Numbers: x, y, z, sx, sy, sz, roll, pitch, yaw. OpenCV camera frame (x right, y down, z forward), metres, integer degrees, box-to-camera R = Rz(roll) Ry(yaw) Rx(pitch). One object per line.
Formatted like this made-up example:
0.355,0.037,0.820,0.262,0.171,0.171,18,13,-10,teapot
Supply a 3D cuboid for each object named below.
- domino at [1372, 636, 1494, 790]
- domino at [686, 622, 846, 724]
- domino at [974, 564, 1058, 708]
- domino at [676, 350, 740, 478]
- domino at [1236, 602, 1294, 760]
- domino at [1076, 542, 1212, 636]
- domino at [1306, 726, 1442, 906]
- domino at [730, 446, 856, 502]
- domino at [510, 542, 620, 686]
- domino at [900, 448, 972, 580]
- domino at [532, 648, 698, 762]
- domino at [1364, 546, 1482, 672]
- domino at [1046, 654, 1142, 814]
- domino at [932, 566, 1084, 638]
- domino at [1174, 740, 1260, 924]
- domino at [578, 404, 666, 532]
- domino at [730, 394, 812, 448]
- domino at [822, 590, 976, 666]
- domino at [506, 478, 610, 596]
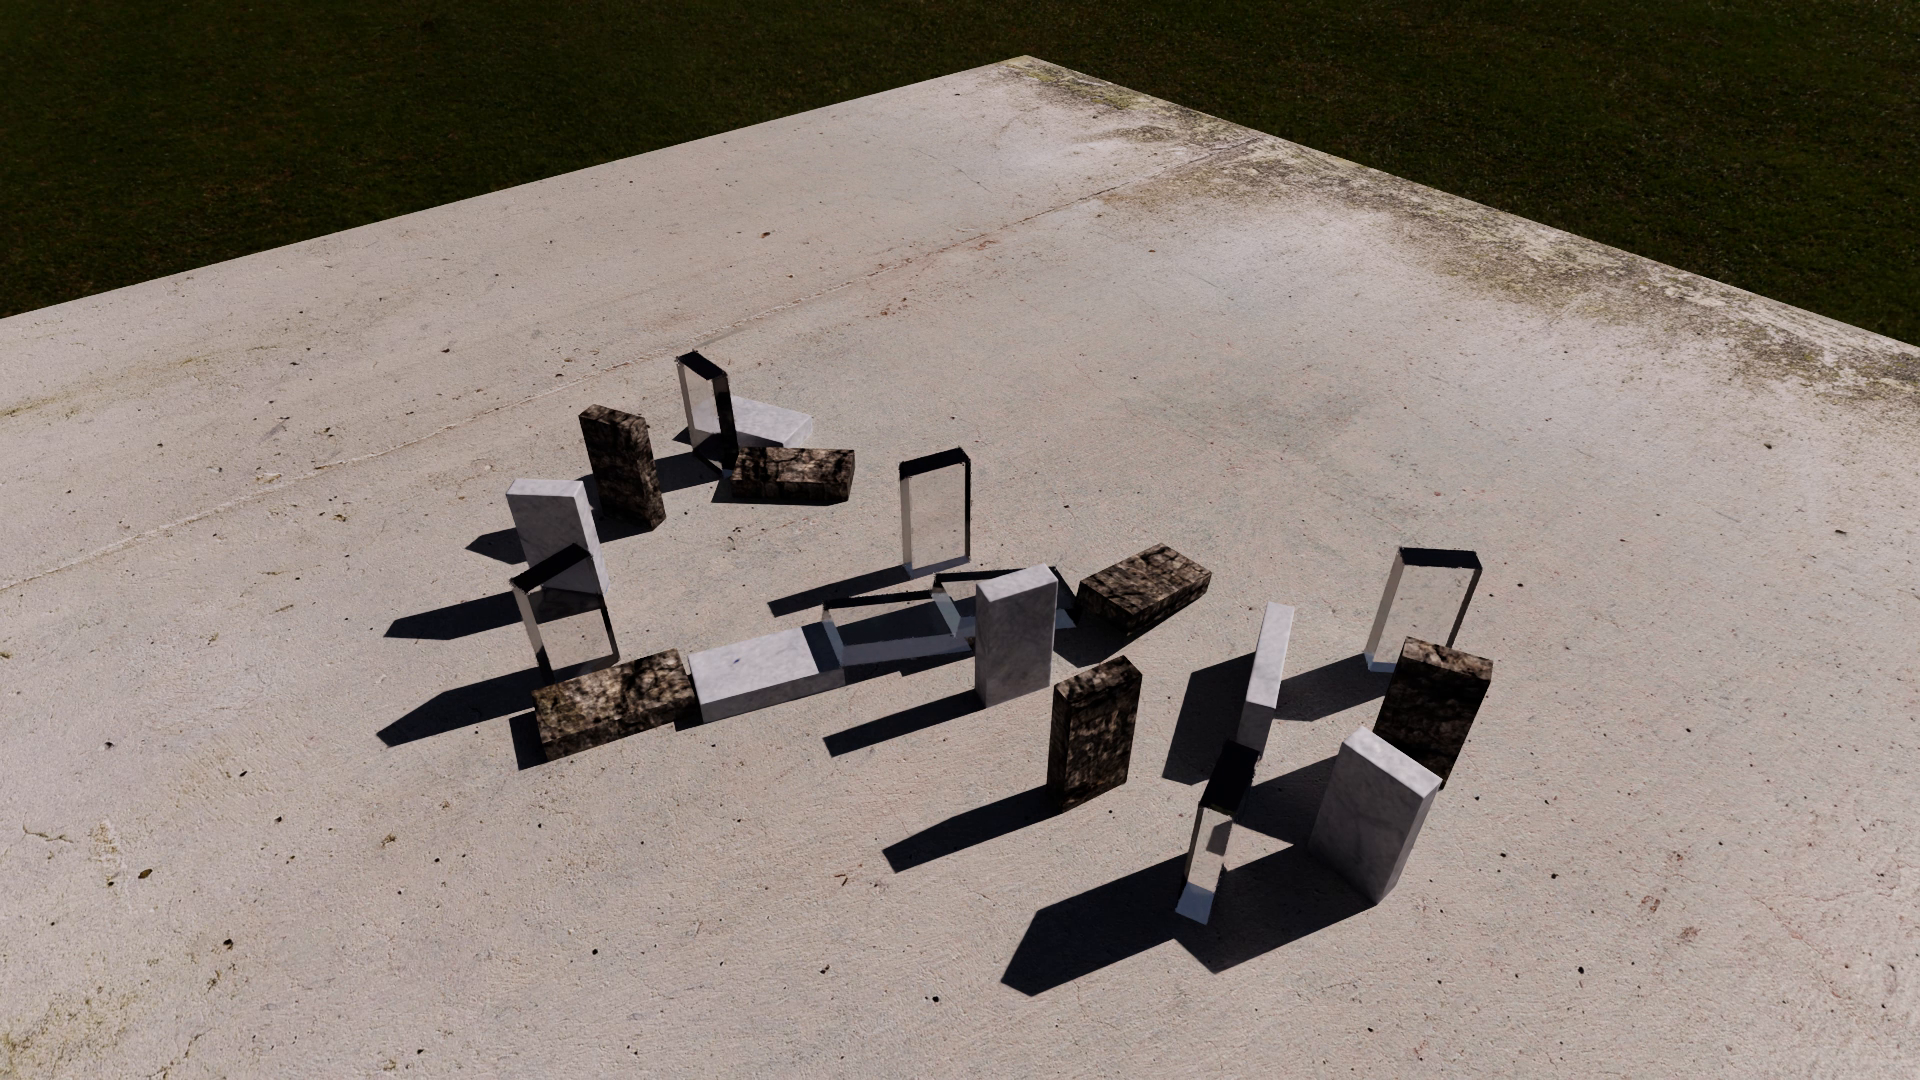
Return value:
0.146,0.055,0.345,0.025,0.050,0.010,17,42,19,domino
-0.068,0.046,0.387,0.050,0.010,0.025,-13,41,-16,domino
0.018,0.033,0.371,0.025,0.050,0.010,-16,42,-19,domino
-0.109,-0.054,0.477,0.009,0.050,0.025,-30,48,-31,domino
0.104,0.047,0.374,0.010,0.025,0.050,13,41,15,domino
0.070,0.018,0.414,0.050,0.010,0.025,-21,43,-40,domino
0.117,0.079,0.315,0.010,0.050,0.025,-29,47,-30,domino
-0.072,-0.029,0.479,0.050,0.010,0.025,2,39,2,domino
-0.134,0.028,0.377,0.009,0.050,0.025,28,47,30,domino
-0.009,-0.010,0.423,0.025,0.050,0.010,-16,42,-19,domino
-0.118,0.056,0.376,0.050,0.010,0.025,-16,42,-19,domino
0.159,0.025,0.381,0.025,0.050,0.009,3,39,4,domino
0.041,0.060,0.338,0.025,0.050,0.009,-20,43,-23,domino
0.017,0.022,0.407,0.050,0.009,0.025,-3,37,-25,domino
0.072,0.083,0.310,0.010,0.050,0.025,18,43,21,domino
-0.137,-0.029,0.447,0.025,0.050,0.009,16,42,19,domino
-0.096,-0.053,0.508,0.050,0.009,0.025,16,42,18,domino
-0.022,0.031,0.398,0.050,0.009,0.025,-5,38,-23,domino
-0.149,0.000,0.411,0.025,0.050,0.009,2,39,3,domino
